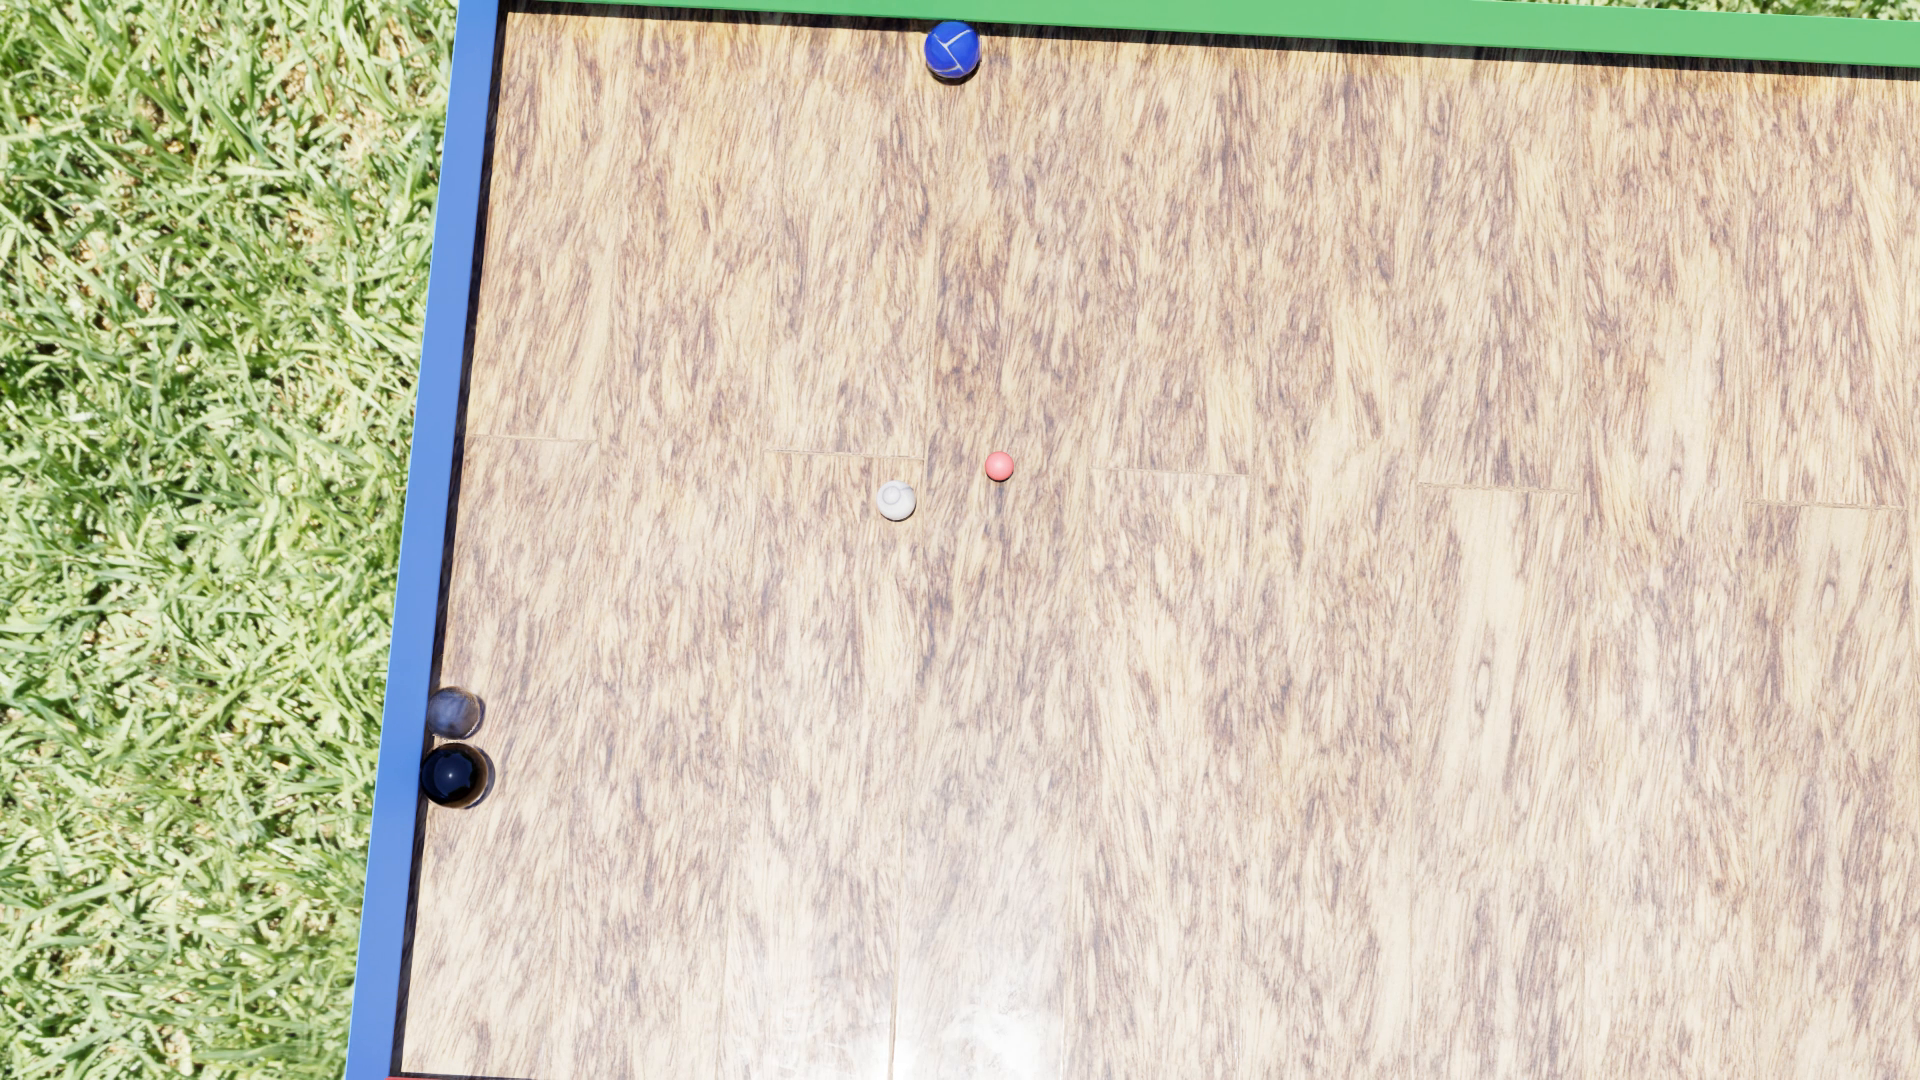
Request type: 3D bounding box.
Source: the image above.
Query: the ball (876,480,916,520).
[{"bbox_3d":[-0.097,-0.060,3.319,0.060,0.060,0.060,0,78,0],"label":"ball"}]

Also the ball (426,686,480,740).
[{"bbox_3d":[-0.748,0.255,3.245,0.079,0.079,0.079,0,78,0],"label":"ball"}]

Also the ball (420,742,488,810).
[{"bbox_3d":[-0.739,0.345,3.217,0.098,0.098,0.098,0,78,0],"label":"ball"}]

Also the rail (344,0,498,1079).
[{"bbox_3d":[-0.789,-0.046,3.281,0.045,0.127,1.739,3,78,1],"label":"rail"}]

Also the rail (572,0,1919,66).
[{"bbox_3d":[0.856,-0.792,3.435,3.253,0.127,0.045,3,78,1],"label":"rail"}]

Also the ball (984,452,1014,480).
[{"bbox_3d":[0.060,-0.112,3.338,0.044,0.044,0.044,0,78,0],"label":"ball"}]

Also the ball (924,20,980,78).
[{"bbox_3d":[-0.012,-0.769,3.451,0.089,0.089,0.089,0,78,0],"label":"ball"}]

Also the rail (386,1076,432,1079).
[{"bbox_3d":[0.768,0.863,3.094,3.253,0.127,0.045,3,78,1],"label":"rail"}]
